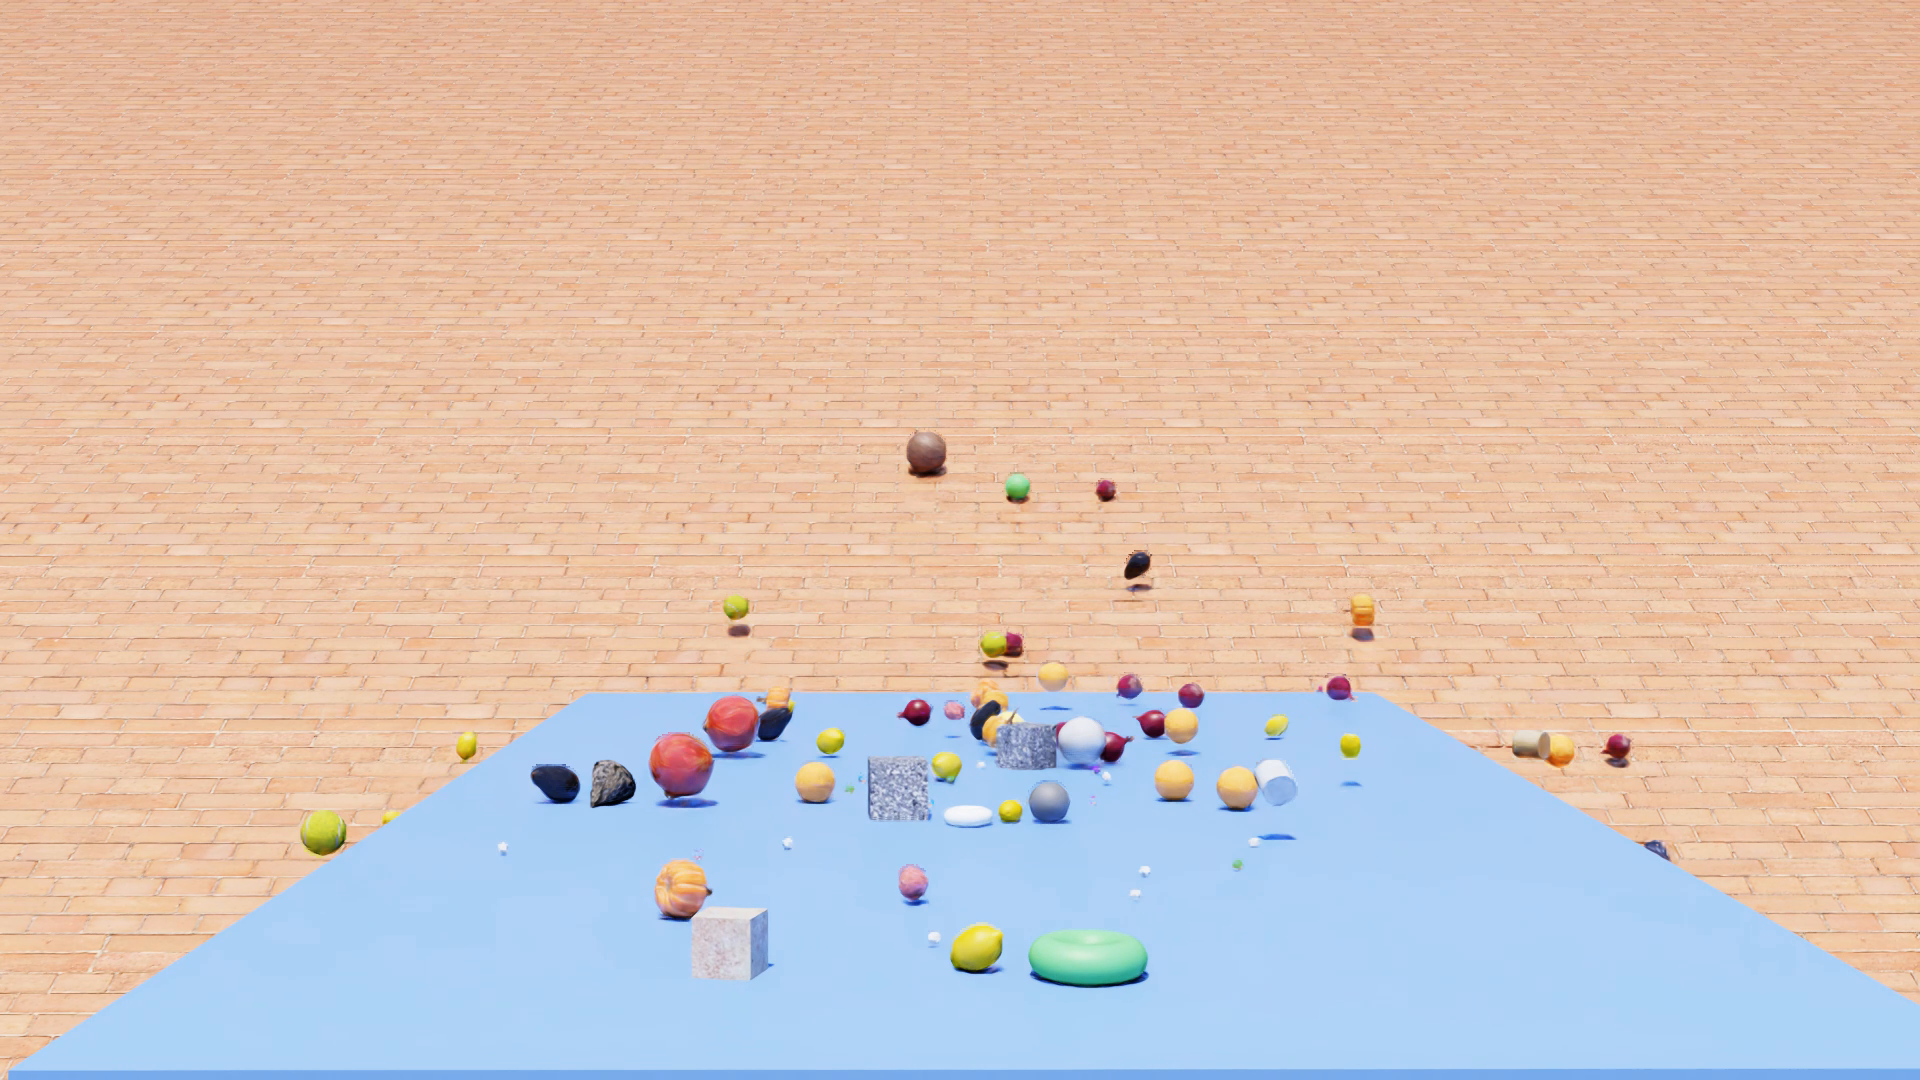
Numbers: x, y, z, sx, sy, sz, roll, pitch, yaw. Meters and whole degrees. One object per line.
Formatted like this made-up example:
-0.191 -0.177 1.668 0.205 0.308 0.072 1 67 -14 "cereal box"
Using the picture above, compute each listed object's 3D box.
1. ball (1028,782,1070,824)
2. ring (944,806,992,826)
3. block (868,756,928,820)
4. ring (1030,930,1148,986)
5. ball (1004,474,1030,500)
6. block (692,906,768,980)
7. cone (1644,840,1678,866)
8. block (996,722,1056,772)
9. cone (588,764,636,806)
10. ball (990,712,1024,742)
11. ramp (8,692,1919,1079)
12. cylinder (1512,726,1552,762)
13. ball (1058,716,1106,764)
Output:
0.147 0.432 4.244 0.068 0.068 0.068 0 24 0 "ball"
0.014 0.454 4.229 0.081 0.027 0.081 -1 2 0 "ring"
-0.105 0.416 4.320 0.096 0.096 0.096 0 2 -5 "block"
0.150 0.486 3.001 0.140 0.047 0.140 1 3 0 "ring"
0.176 -0.163 7.890 0.077 0.077 0.077 0 24 0 "ball"
-0.269 0.472 3.020 0.071 0.071 0.071 0 2 13 "block"
1.592 0.742 5.851 0.095 0.095 0.095 2 12 4 "cone"
0.129 0.400 4.991 0.082 0.082 0.082 2 3 41 "block"
-0.619 0.440 4.460 0.086 0.086 0.086 13 18 26 "cone"
0.100 0.392 5.316 0.075 0.075 0.075 0 24 0 "ball"
0.056 0.506 4.550 2.000 0.100 4.000 0 2 0 "ramp"
1.209 0.432 5.451 0.060 0.060 0.060 24 33 34 "cylinder"
0.236 0.388 4.984 0.093 0.093 0.093 0 24 0 "ball"
